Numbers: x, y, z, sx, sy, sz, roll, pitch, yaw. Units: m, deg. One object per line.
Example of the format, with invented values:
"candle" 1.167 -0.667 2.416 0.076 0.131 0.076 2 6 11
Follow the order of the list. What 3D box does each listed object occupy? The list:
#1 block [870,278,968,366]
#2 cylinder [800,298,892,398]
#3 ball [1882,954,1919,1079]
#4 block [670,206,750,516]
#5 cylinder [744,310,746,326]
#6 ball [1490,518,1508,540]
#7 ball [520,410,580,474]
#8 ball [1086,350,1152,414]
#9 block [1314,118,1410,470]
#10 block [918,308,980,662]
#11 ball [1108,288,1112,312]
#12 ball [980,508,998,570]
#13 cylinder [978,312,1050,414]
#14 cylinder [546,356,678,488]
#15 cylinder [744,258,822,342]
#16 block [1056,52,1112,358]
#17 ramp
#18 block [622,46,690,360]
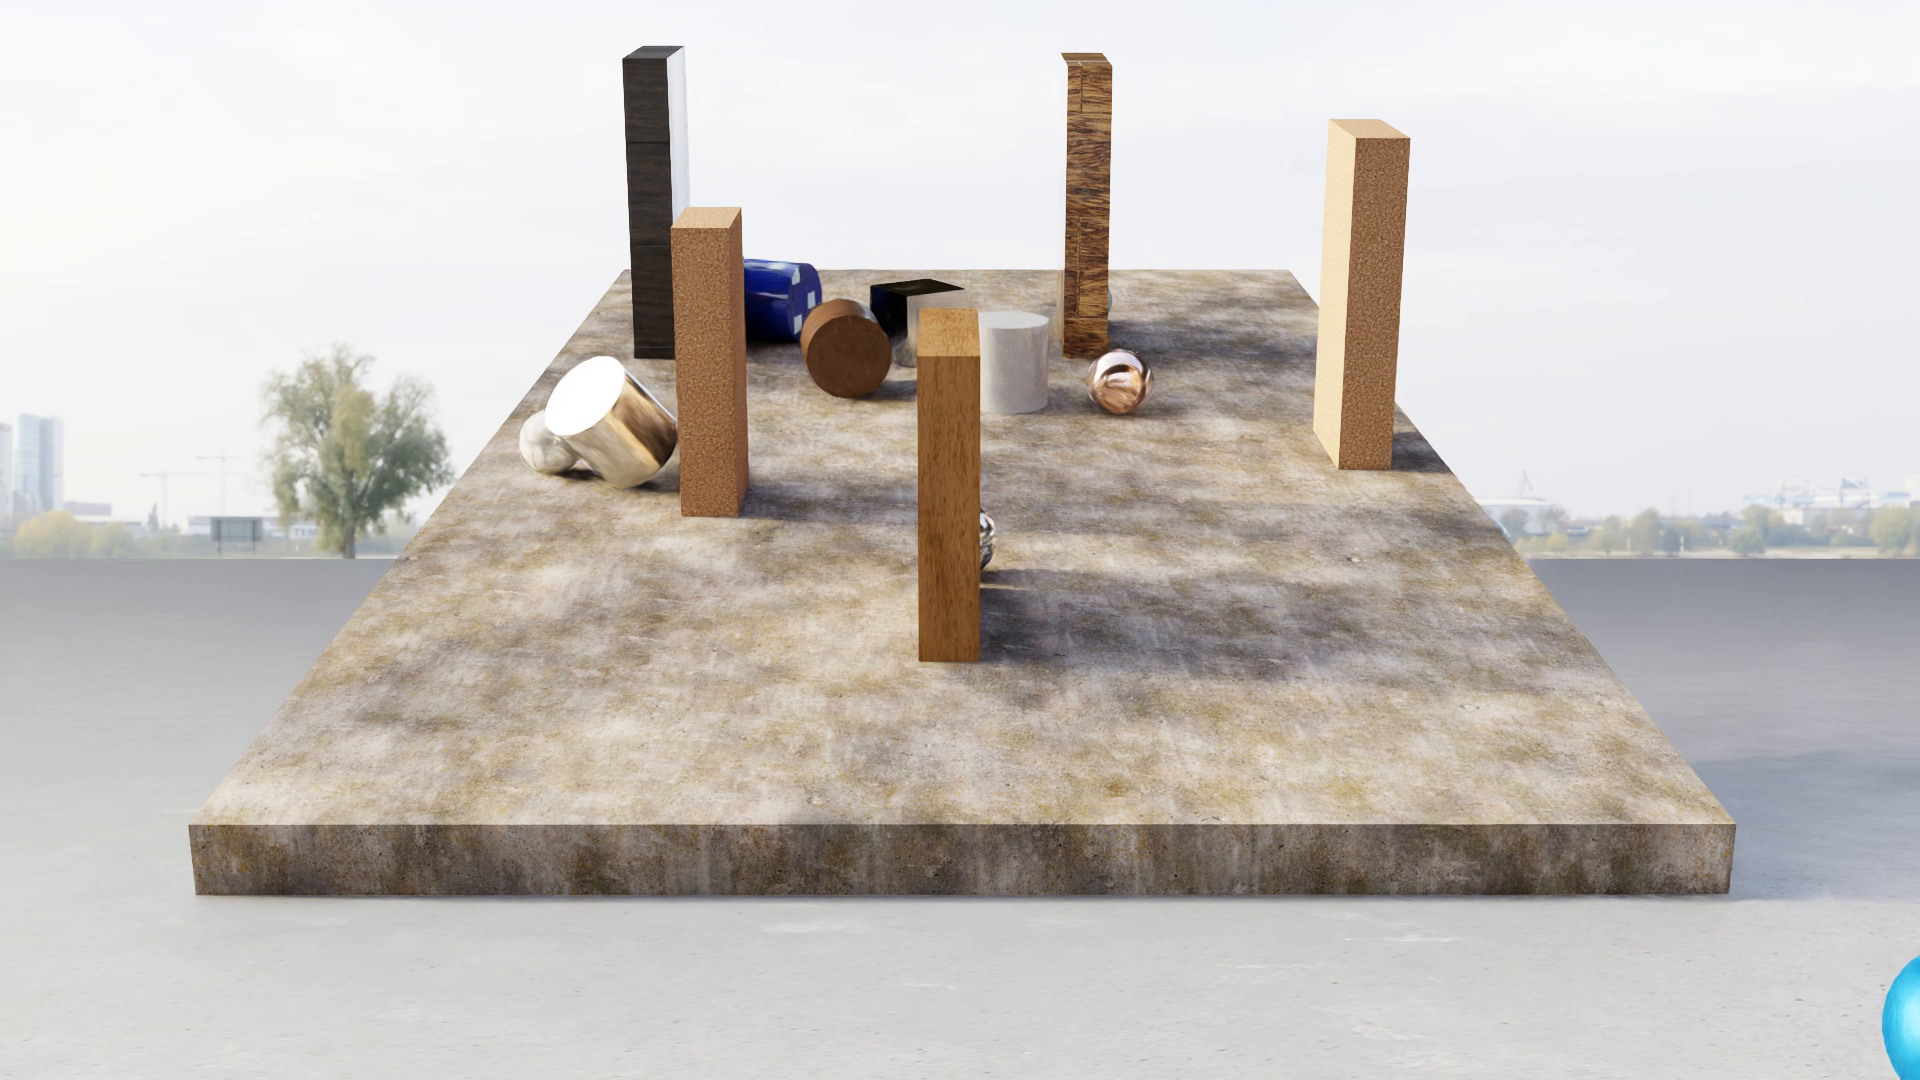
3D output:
"block" -0.102 -0.541 5.513 0.174 0.174 0.174 -11 20 -32
"cylinder" -0.266 -0.446 5.169 0.195 0.195 0.195 0 17 -9
"ball" 0.799 0.385 1.741 0.144 0.144 0.144 0 0 0
"block" -0.473 -0.343 4.242 0.106 0.547 0.252 0 17 0
"cylinder" -0.617 -0.552 5.573 0.158 0.158 0.158 0 17 0
"ball" 1.339 0.013 5.760 0.155 0.155 0.155 0 0 0
"ball" -0.821 -0.198 4.478 0.130 0.130 0.130 0 0 0
"ball" 0.354 -0.352 4.955 0.145 0.145 0.145 0 0 0
"block" 0.823 -0.511 4.584 0.107 0.669 0.327 0 17 0
"block" -0.017 -0.096 3.554 0.095 0.483 0.365 0 17 0
"ball" 0.347 -0.638 5.926 0.117 0.117 0.117 0 0 0
"ball" -0.001 -0.002 3.843 0.132 0.132 0.132 0 0 0
"cylinder" 0.105 -0.403 5.038 0.193 0.193 0.193 0 17 0
"cylinder" -0.679 -0.230 4.355 0.186 0.186 0.186 0 -32 35
"cylinder" -0.491 -0.616 5.706 0.204 0.204 0.204 7 2 21
"block" 0.309 -0.847 5.595 0.108 0.711 0.392 0 17 0
"ramp" -0.003 -0.176 4.799 2.000 0.100 4.000 0 17 0
"block" -0.751 -0.850 5.570 0.108 0.730 0.375 0 17 0
